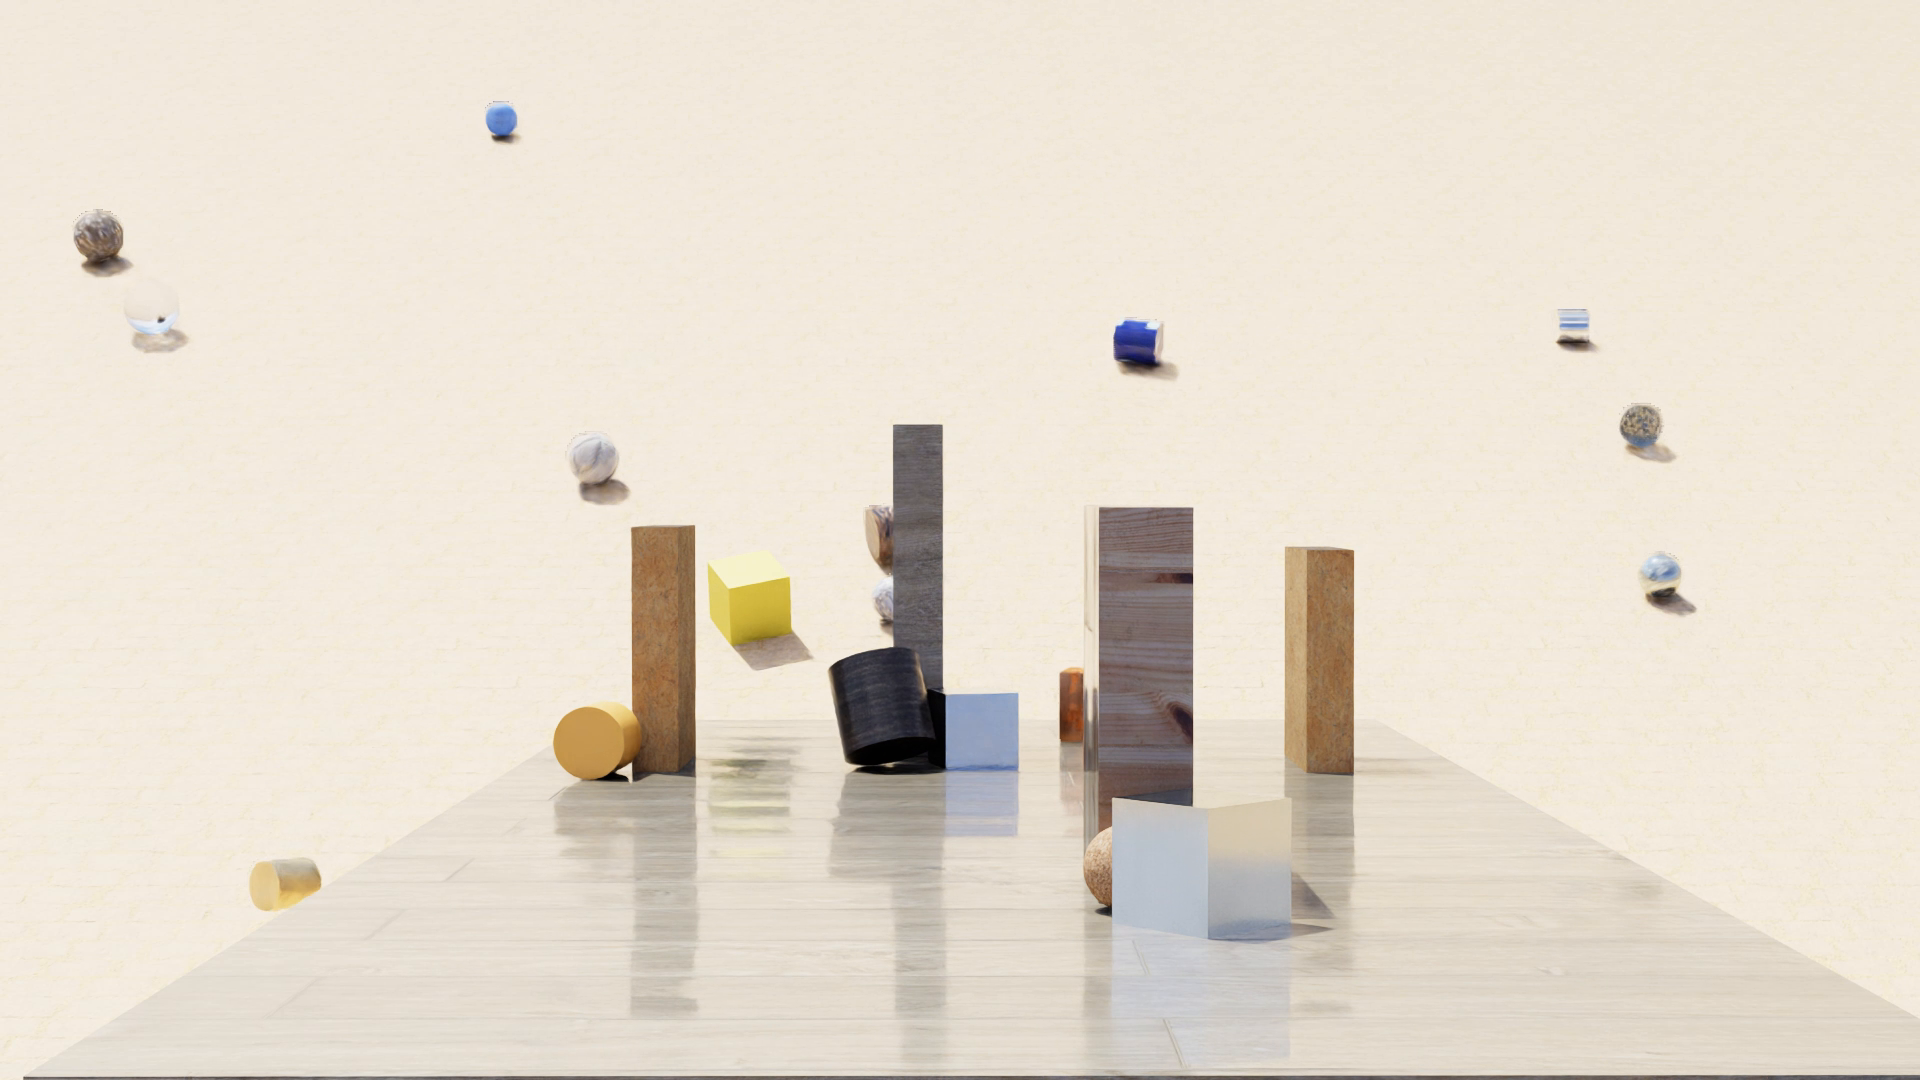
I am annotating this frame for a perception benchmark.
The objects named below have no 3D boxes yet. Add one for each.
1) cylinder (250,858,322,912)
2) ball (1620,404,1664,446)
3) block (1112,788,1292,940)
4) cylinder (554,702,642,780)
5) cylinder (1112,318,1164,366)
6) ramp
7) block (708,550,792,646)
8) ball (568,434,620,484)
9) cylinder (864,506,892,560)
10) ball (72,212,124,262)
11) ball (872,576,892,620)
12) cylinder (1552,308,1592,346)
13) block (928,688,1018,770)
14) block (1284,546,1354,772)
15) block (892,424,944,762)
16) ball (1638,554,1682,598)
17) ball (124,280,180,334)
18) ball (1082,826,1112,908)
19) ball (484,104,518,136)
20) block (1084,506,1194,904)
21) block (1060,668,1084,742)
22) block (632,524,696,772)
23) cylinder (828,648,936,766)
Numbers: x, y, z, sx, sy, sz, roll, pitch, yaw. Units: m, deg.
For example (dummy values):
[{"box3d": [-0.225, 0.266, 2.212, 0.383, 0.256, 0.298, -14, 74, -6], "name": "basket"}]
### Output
[{"box3d": [-1.484, 0.757, 5.678, 0.110, 0.110, 0.110, 23, 14, 38], "name": "cylinder"}, {"box3d": [2.181, -0.366, 8.266, 0.136, 0.136, 0.136, 0, 27, 0], "name": "ball"}, {"box3d": [0.326, 0.433, 3.482, 0.171, 0.171, 0.171, -1, 2, -44], "name": "block"}, {"box3d": [-0.742, 0.409, 5.291, 0.148, 0.148, 0.148, 4, 2, 7], "name": "cylinder"}, {"box3d": [0.614, -0.681, 8.875, 0.146, 0.146, 0.146, 8, 28, 15], "name": "cylinder"}, {"box3d": [0.061, 0.547, 4.583, 2.000, 0.100, 4.000, 0, 1, 0], "name": "ramp"}, {"box3d": [-0.585, 0.159, 7.175, 0.179, 0.179, 0.179, -11, 29, -21], "name": "block"}, {"box3d": [-1.136, -0.251, 8.009, 0.161, 0.161, 0.161, 0, 27, 0], "name": "ball"}, {"box3d": [-0.185, -0.027, 7.573, 0.153, 0.153, 0.153, -9, 28, -16], "name": "cylinder"}, {"box3d": [-3.257, -1.148, 9.761, 0.184, 0.184, 0.184, 0, 27, 0], "name": "ball"}, {"box3d": [-0.186, 0.163, 7.226, 0.125, 0.125, 0.125, 0, 27, 0], "name": "ball"}, {"box3d": [2.143, -0.747, 9.052, 0.106, 0.106, 0.106, 17, 28, 1], "name": "cylinder"}, {"box3d": [0.027, 0.400, 5.494, 0.158, 0.158, 0.158, 0, 1, -14], "name": "block"}, {"box3d": [0.765, 0.248, 5.513, 0.098, 0.461, 0.360, 0, 1, 0], "name": "block"}, {"box3d": [-0.091, 0.110, 5.761, 0.108, 0.727, 0.414, 0, 1, 0], "name": "block"}, {"box3d": [1.993, 0.102, 7.349, 0.124, 0.124, 0.124, 0, 27, 0], "name": "ball"}, {"box3d": [-2.852, -0.820, 9.104, 0.190, 0.190, 0.190, 0, 27, 0], "name": "ball"}, {"box3d": [0.231, 0.456, 3.593, 0.120, 0.120, 0.120, 0, 27, 0], "name": "ball"}, {"box3d": [-1.977, -1.812, 11.129, 0.140, 0.140, 0.140, 0, 27, 0], "name": "ball"}, {"box3d": [0.263, 0.230, 3.864, 0.134, 0.561, 0.430, 0, 1, 0], "name": "block"}, {"box3d": [0.327, 0.386, 6.061, 0.162, 0.162, 0.162, 0, 1, 11], "name": "block"}, {"box3d": [-0.633, 0.224, 5.534, 0.097, 0.508, 0.359, 0, 1, 0], "name": "block"}, {"box3d": [-0.165, 0.352, 5.439, 0.196, 0.196, 0.196, -7, 71, -14], "name": "cylinder"}]
